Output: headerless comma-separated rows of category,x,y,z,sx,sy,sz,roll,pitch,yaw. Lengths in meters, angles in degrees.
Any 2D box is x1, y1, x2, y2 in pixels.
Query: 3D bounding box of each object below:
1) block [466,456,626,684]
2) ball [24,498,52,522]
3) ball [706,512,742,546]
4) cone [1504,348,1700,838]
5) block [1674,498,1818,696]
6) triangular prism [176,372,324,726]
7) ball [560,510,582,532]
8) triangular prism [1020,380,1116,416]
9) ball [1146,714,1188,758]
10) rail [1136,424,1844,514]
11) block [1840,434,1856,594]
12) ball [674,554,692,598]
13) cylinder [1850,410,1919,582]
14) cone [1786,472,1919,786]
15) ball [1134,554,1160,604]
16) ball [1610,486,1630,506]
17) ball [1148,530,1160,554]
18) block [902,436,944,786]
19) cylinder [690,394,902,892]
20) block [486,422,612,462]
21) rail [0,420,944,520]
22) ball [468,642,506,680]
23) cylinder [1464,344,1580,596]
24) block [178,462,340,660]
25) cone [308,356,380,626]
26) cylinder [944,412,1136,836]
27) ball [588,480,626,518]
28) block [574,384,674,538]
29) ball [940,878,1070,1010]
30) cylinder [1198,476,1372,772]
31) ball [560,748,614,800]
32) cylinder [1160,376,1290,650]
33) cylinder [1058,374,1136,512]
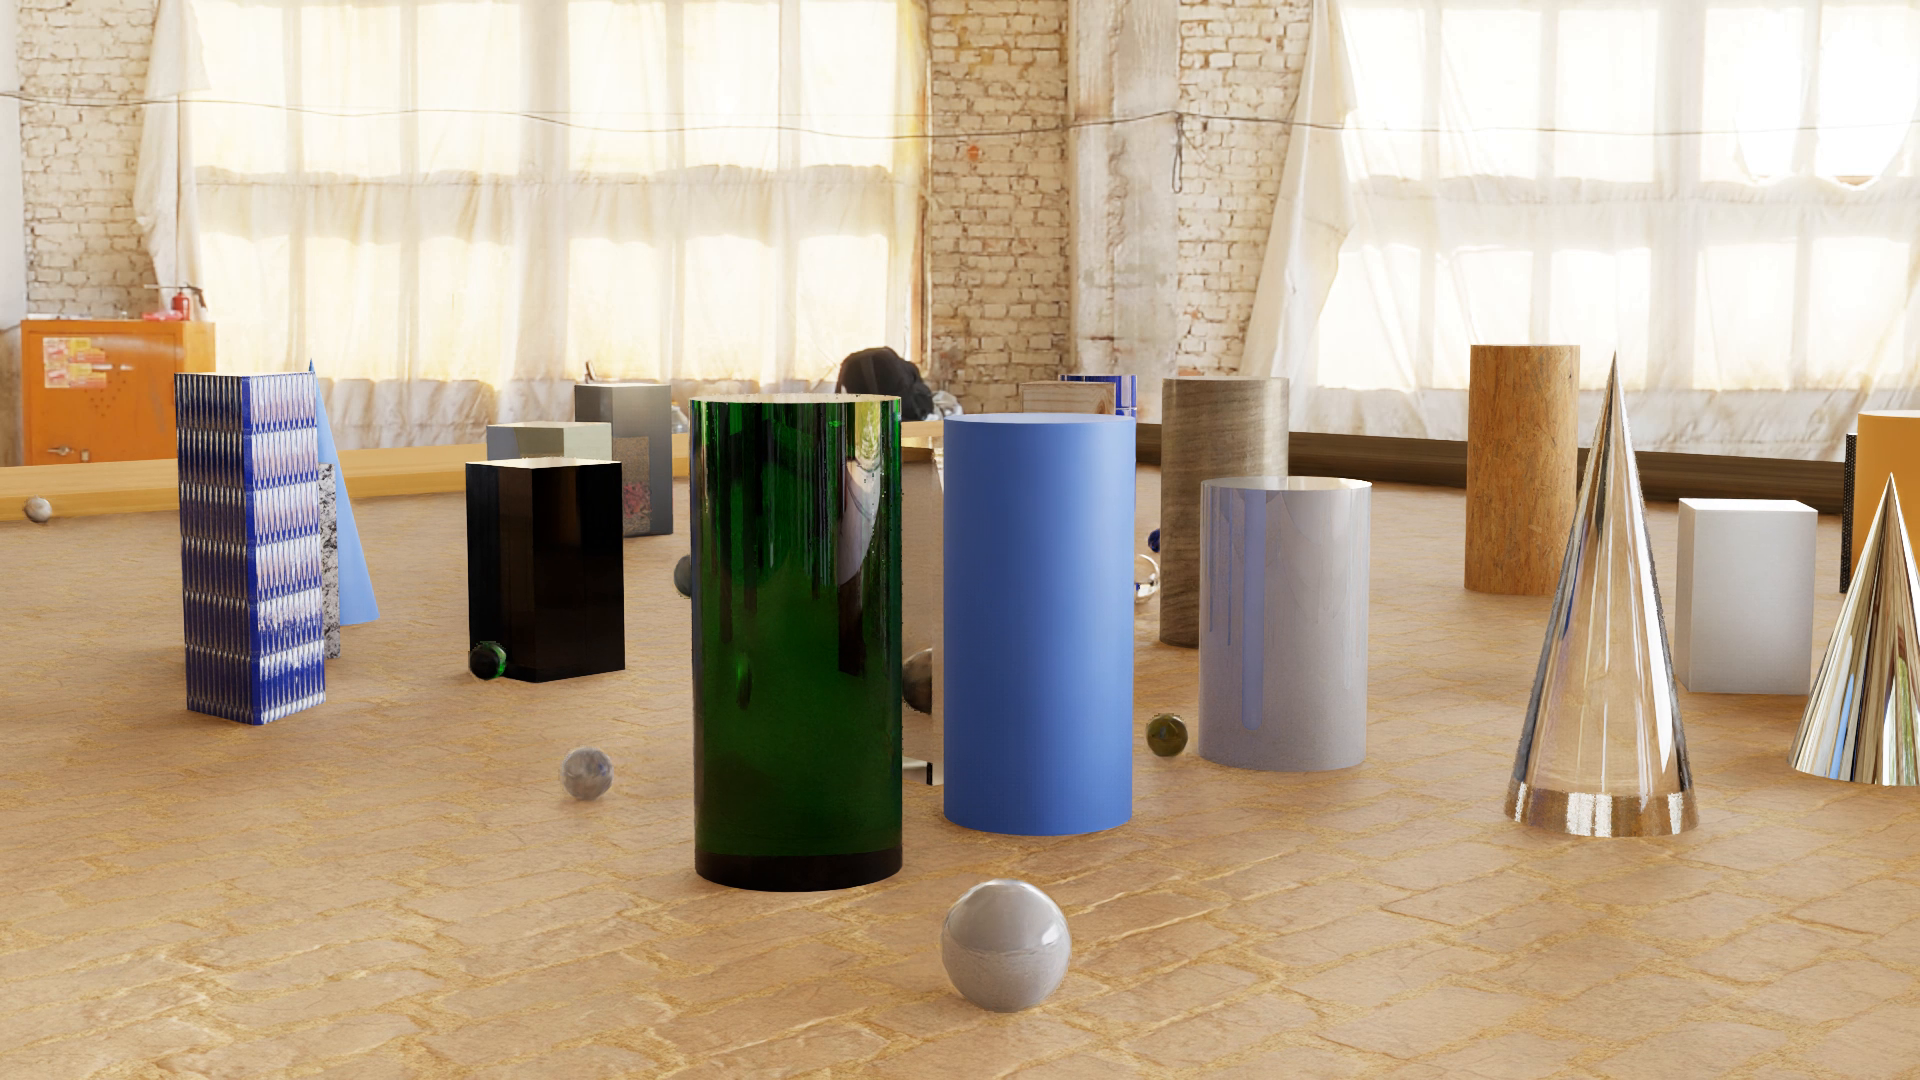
block,-0.497,0.032,2.637,0.131,0.251,0.131,6,8,42
ball,-1.843,-0.060,4.397,0.051,0.051,0.051,0,6,0
ball,-0.427,-0.019,3.972,0.063,0.063,0.063,0,6,0
cone,0.556,0.037,1.886,0.164,0.405,0.164,0,6,0
block,0.906,0.063,2.545,0.131,0.209,0.131,1,6,10
triangular prism,-0.748,0.003,2.379,0.142,0.366,0.123,6,8,42
ball,-0.745,-0.036,4.218,0.043,0.043,0.043,0,6,0
triangular prism,0.140,-0.069,3.219,0.142,0.325,0.123,-2,6,-14
ball,0.201,0.191,2.145,0.042,0.042,0.042,0,6,0
rail,1.598,-0.133,4.799,0.045,0.106,4.242,-6,8,-42
block,1.426,-0.036,3.303,0.131,0.242,0.131,-3,7,-25
ball,-0.394,0.053,3.283,0.068,0.068,0.068,0,6,0
cylinder,1.047,0.026,2.365,0.164,0.322,0.164,0,6,0
cone,0.877,0.076,2.086,0.164,0.283,0.164,0,6,0
ball,0.258,0.057,3.226,0.073,0.073,0.073,0,6,0
ball,1.427,-0.096,4.758,0.044,0.044,0.044,0,6,0
ball,0.351,0.002,3.869,0.042,0.042,0.042,0,6,0
block,-0.019,0.062,2.095,0.131,0.310,0.131,-5,8,-41
cylinder,-0.127,0.073,1.719,0.164,0.369,0.164,0,6,0
block,-0.606,-0.041,3.257,0.131,0.261,0.131,3,7,22
rail,-1.422,-0.140,4.865,4.395,0.106,0.045,-6,8,-42
ball,-0.554,0.142,2.582,0.044,0.044,0.044,0,6,0
cylinder,0.863,-0.112,3.380,0.164,0.375,0.164,0,6,0
block,-0.865,0.028,2.718,0.131,0.242,0.131,4,8,35
cone,-0.897,-0.072,3.058,0.164,0.366,0.164,0,6,0
cylinder,0.068,0.067,1.894,0.164,0.344,0.164,0,6,0
ball,-0.719,-0.082,4.476,0.078,0.078,0.078,0,6,0
block,-0.638,-0.153,4.177,0.131,0.283,0.131,-6,8,-41
ball,0.028,0.254,1.383,0.082,0.082,0.082,0,6,0
cylinder,0.316,0.078,2.147,0.164,0.267,0.164,0,6,0
ball,-0.332,0.208,1.962,0.047,0.047,0.047,0,6,0
cylinder,0.343,-0.039,2.861,0.164,0.343,0.164,0,6,0
cylinder,0.289,-0.205,4.636,0.164,0.287,0.164,0,6,0
